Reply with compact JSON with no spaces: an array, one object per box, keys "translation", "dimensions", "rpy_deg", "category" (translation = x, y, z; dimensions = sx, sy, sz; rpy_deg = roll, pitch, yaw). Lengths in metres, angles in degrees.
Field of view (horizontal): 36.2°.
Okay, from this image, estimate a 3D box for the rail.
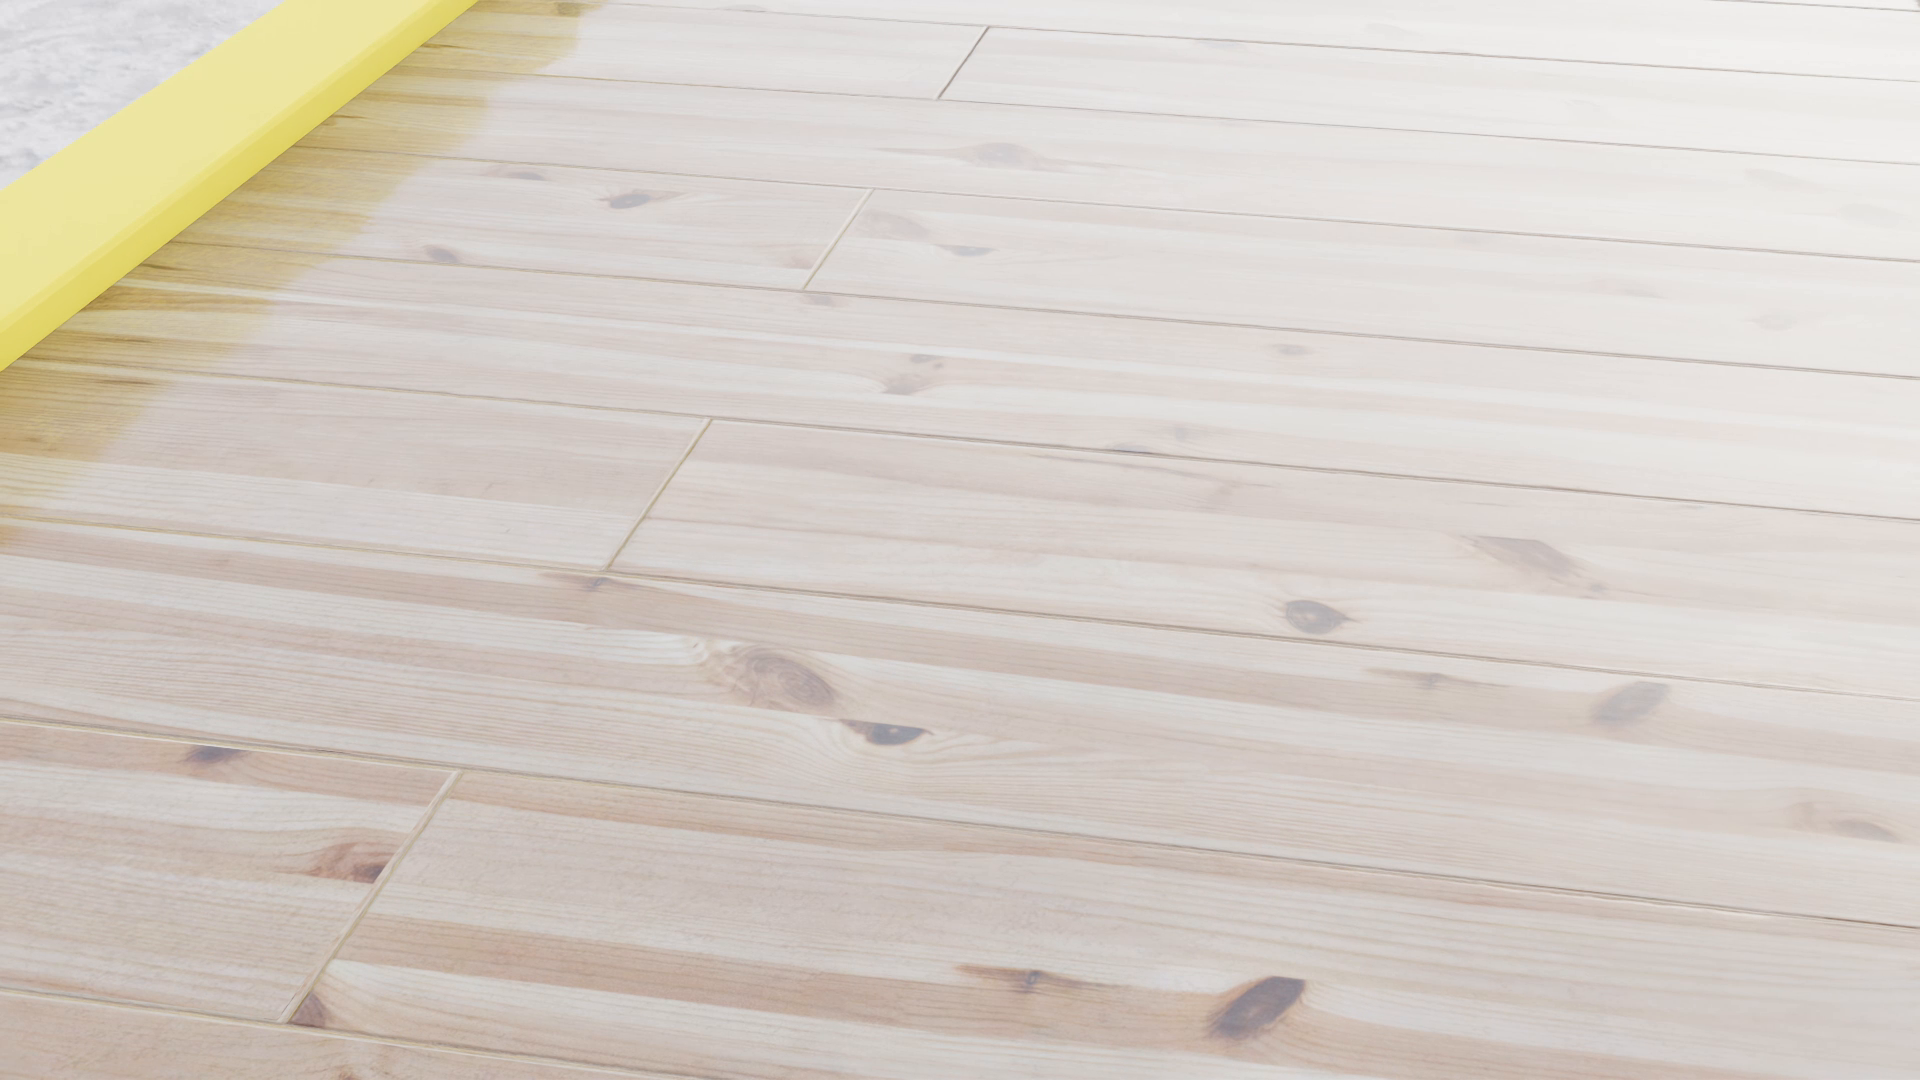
[{"translation":[-0.577,-0.412,2.609],"dimensions":[0.045,0.126,2.980],"rpy_deg":[5,27,11],"category":"rail"}]
